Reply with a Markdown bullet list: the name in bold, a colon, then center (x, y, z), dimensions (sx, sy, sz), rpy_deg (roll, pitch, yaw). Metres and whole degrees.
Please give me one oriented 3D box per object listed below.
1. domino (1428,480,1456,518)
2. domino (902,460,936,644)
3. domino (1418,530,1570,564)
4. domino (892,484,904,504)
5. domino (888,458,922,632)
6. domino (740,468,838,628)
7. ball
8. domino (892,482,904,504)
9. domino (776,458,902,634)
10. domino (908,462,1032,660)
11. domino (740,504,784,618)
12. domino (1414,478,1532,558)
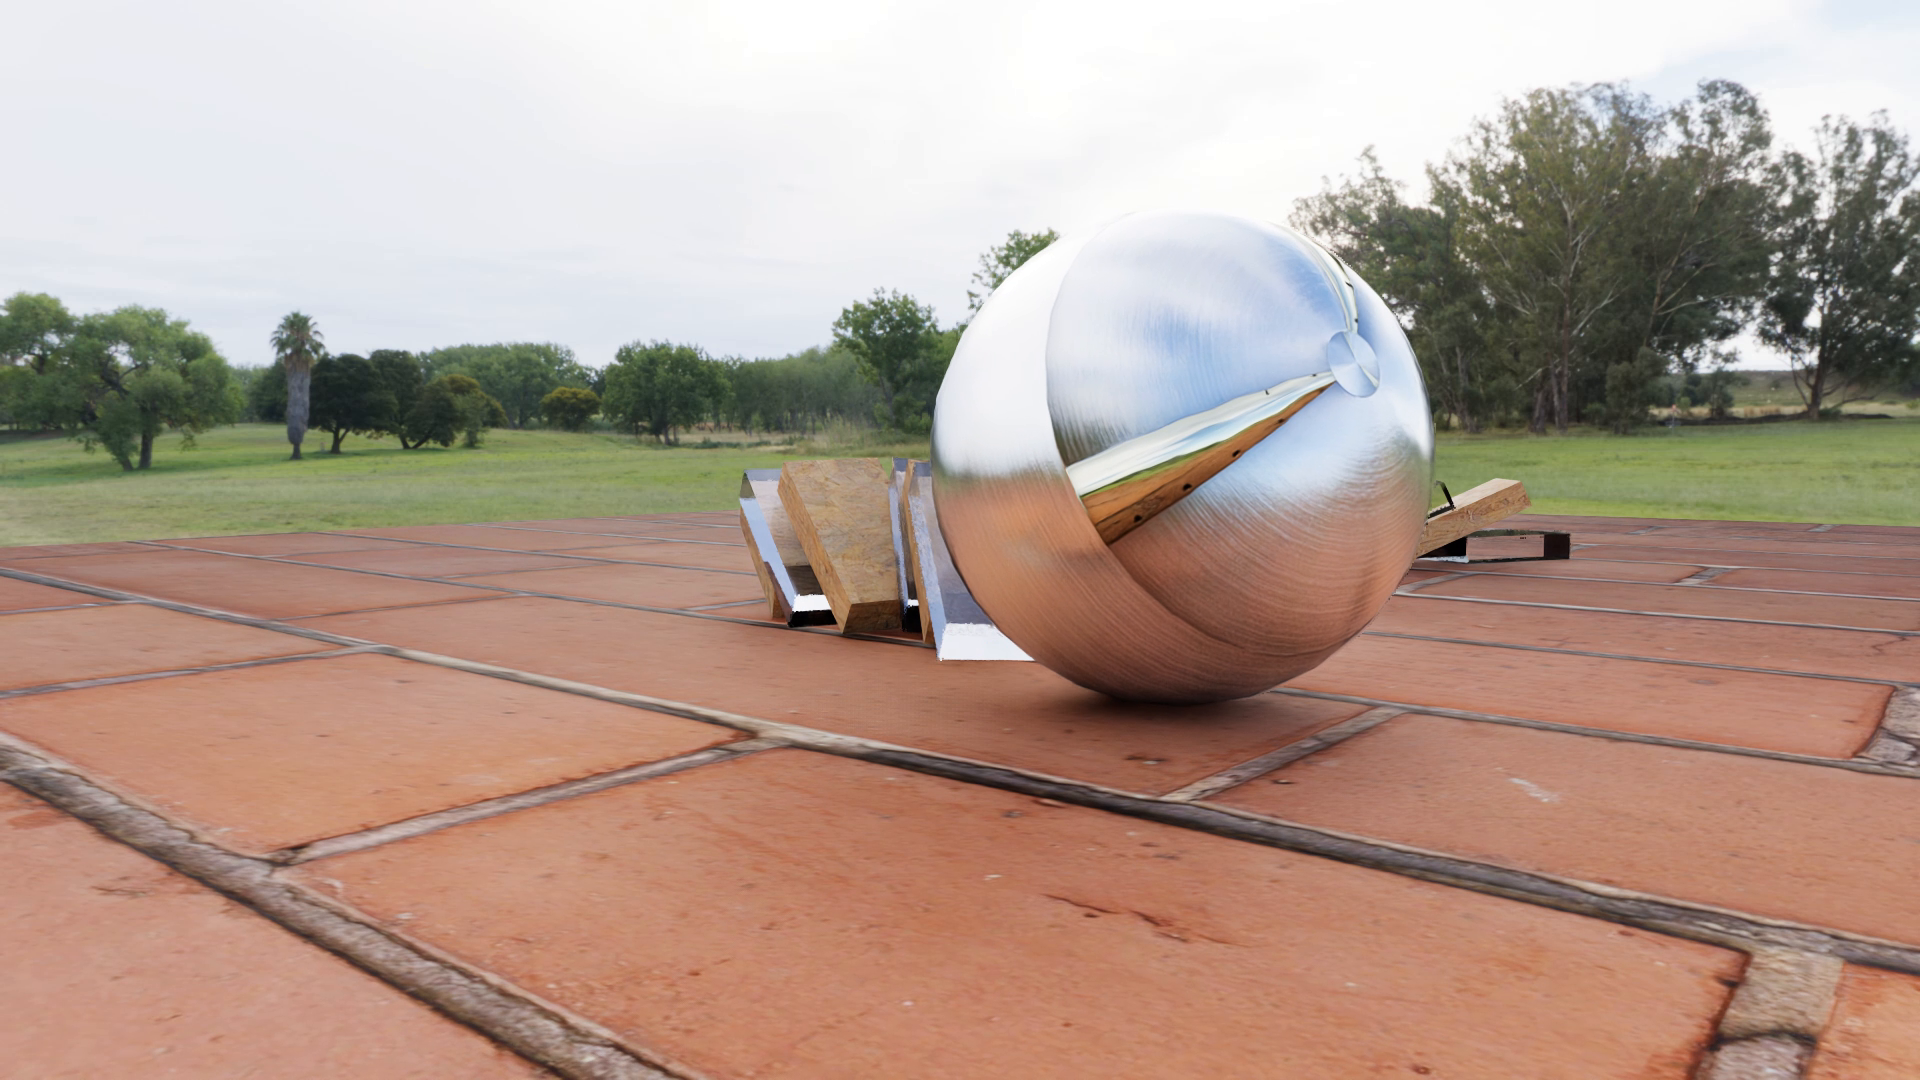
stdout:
- **domino**: center (0.148, -0.006, 0.455), dimensions (0.050, 0.009, 0.025), rpy_deg (-24, -1, 14)
- **domino**: center (0.003, 0.002, 0.281), dimensions (0.025, 0.010, 0.050), rpy_deg (3, 40, -12)
- **domino**: center (0.197, 0.002, 0.475), dimensions (0.050, 0.010, 0.025), rpy_deg (-2, 5, -24)
- **domino**: center (-0.026, 0.000, 0.365), dimensions (0.025, 0.010, 0.050), rpy_deg (1, 30, 13)
- **domino**: center (-0.002, 0.001, 0.297), dimensions (0.025, 0.010, 0.050), rpy_deg (4, 40, -11)
- **domino**: center (-0.036, 0.001, 0.317), dimensions (0.025, 0.009, 0.050), rpy_deg (-2, 39, -25)
- **ball**: center (0.035, -0.013, 0.209), dimensions (0.080, 0.080, 0.080), rpy_deg (0, 4, 0)
- **domino**: center (-0.022, -0.002, 0.388), dimensions (0.025, 0.010, 0.050), rpy_deg (-1, 30, 13)
- **domino**: center (-0.024, 0.000, 0.306), dimensions (0.025, 0.010, 0.050), rpy_deg (-4, 44, -27)
- **domino**: center (0.005, 0.003, 0.265), dimensions (0.025, 0.009, 0.050), rpy_deg (2, 41, -13)
- **domino**: center (-0.041, 0.003, 0.338), dimensions (0.025, 0.010, 0.050), rpy_deg (-2, 29, -19)
- **domino**: center (0.173, -0.007, 0.455), dimensions (0.050, 0.010, 0.025), rpy_deg (-25, 3, 5)
